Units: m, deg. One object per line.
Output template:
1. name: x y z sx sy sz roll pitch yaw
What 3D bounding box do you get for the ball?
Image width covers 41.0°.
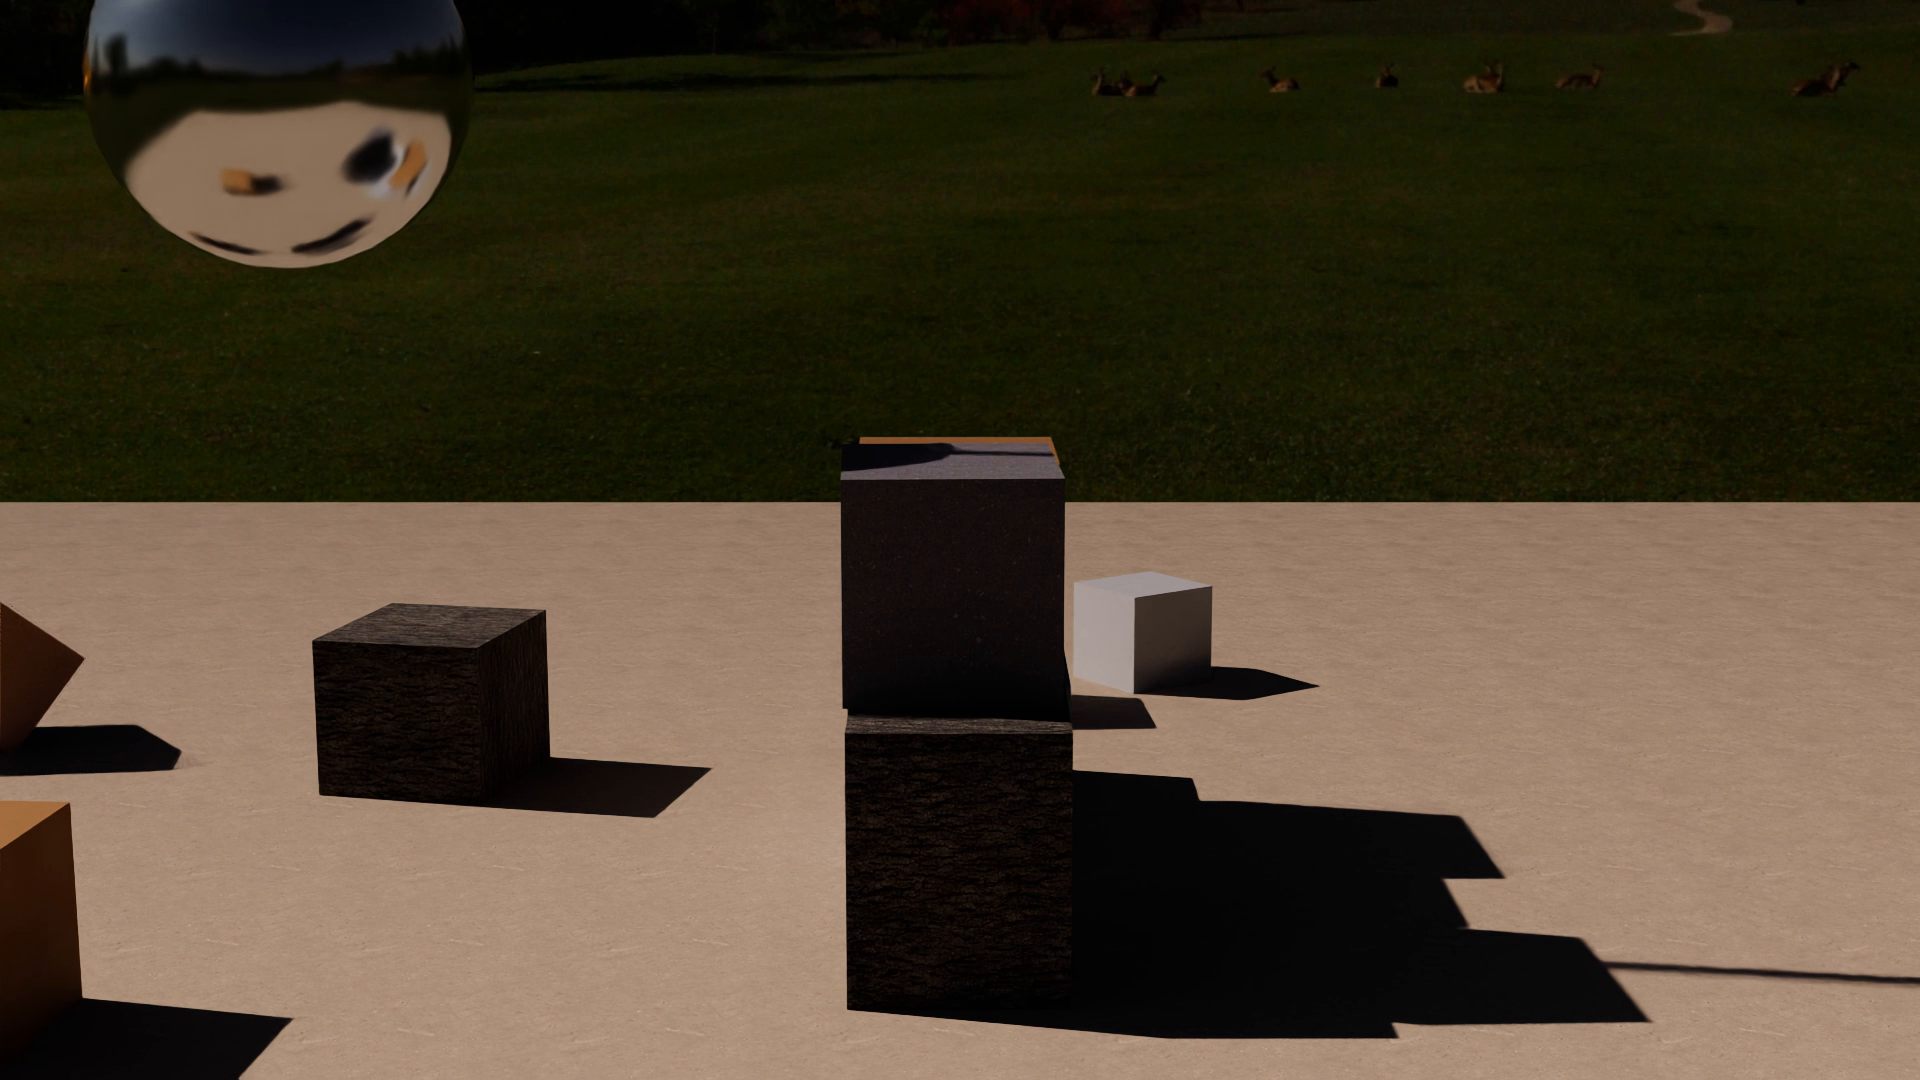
1. ball: -2.865 -1.945 10.827 1.600 1.600 1.600 0 10 0

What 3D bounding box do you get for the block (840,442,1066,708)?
1. block: -0.045 0.123 10.338 0.857 0.897 0.964 0 10 -2

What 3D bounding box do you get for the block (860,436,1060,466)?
1. block: -0.016 0.043 12.056 0.924 0.935 0.978 0 10 -1

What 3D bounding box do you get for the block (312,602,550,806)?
1. block: -2.646 0.809 12.930 0.850 0.782 0.922 2 11 12

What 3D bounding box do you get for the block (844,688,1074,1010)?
1. block: -0.005 1.167 10.126 0.851 1.081 0.965 0 10 0

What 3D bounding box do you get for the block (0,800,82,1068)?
1. block: -3.813 1.448 9.417 0.816 0.781 0.844 1 10 4

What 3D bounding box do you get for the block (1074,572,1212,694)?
1. block: 1.070 0.535 15.049 0.588 0.563 0.556 -7 13 -35

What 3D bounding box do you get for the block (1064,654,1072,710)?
1. block: -0.004 0.977 11.865 0.988 0.833 0.918 0 10 0

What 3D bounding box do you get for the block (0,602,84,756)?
1. block: -5.167 0.652 13.541 0.622 0.617 0.700 42 -17 -34
